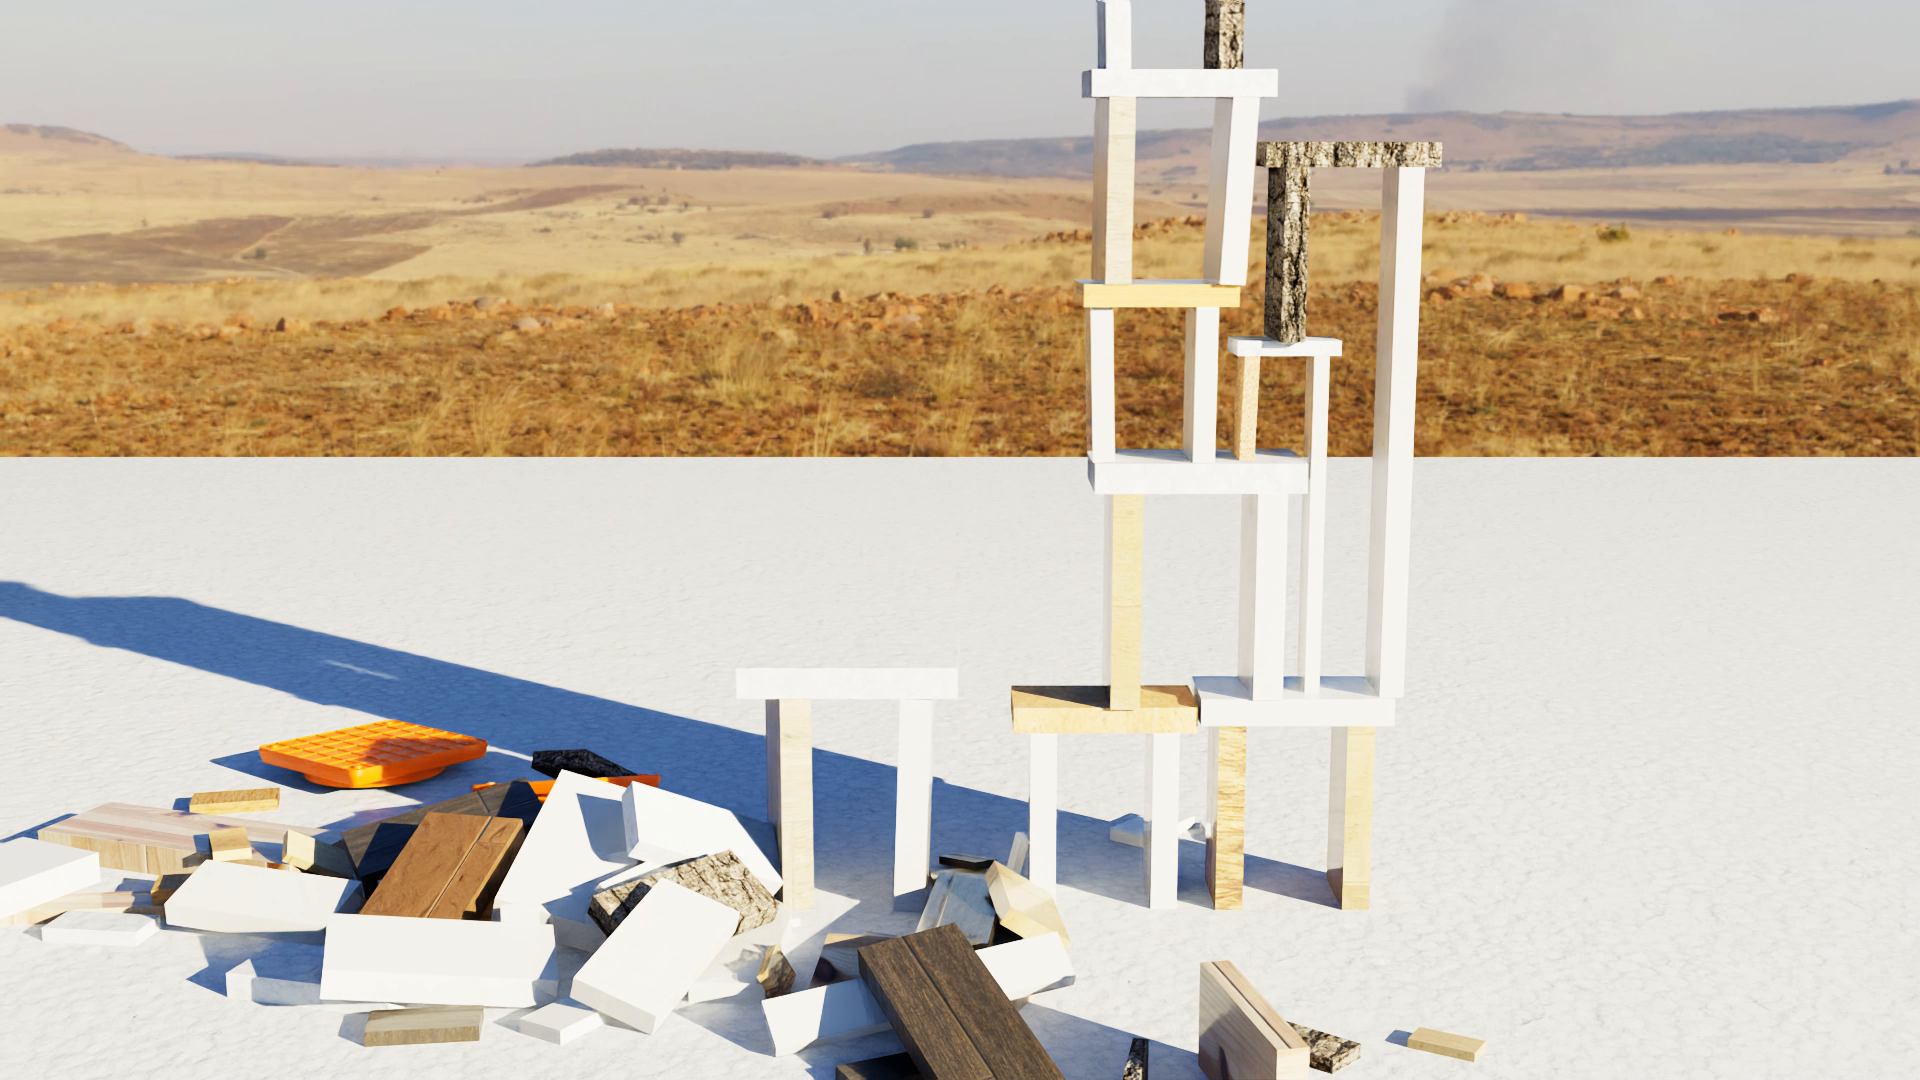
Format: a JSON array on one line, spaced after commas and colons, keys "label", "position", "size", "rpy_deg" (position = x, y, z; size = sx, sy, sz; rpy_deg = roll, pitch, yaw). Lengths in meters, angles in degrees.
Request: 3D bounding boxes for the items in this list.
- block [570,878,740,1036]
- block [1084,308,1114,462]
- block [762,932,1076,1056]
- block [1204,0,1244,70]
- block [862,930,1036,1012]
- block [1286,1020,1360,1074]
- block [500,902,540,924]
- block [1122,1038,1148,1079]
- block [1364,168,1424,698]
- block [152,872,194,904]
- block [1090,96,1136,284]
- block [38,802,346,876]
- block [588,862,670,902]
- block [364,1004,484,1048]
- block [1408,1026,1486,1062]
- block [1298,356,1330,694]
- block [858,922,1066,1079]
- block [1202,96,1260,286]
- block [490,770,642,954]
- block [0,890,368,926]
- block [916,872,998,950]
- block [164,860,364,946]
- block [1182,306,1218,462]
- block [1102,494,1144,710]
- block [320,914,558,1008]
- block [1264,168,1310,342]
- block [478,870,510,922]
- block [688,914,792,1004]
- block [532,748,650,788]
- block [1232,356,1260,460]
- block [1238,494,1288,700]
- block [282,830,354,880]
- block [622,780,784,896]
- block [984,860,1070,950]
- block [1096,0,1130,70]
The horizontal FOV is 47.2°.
[{"label": "block", "position": [-0.442, 0.603, 3.209], "size": [0.133, 0.038, 0.266], "rpy_deg": [22, 31, 12]}, {"label": "block", "position": [0.223, -0.254, 3.508], "size": [0.035, 0.245, 0.122], "rpy_deg": [-2, 11, -1]}, {"label": "block", "position": [-0.056, 0.638, 3.098], "size": [0.439, 0.022, 0.078], "rpy_deg": [-10, 48, -16]}, {"label": "block", "position": [0.411, -0.861, 3.410], "size": [0.037, 0.262, 0.131], "rpy_deg": [0, 11, -4]}, {"label": "block", "position": [-0.038, 0.645, 3.260], "size": [0.295, 0.042, 0.148], "rpy_deg": [5, 11, 23]}, {"label": "block", "position": [0.471, 0.697, 3.037], "size": [0.145, 0.021, 0.072], "rpy_deg": [9, 14, 40]}, {"label": "block", "position": [-0.666, 0.597, 3.337], "size": [0.056, 0.112, 0.016], "rpy_deg": [-2, 37, -10]}, {"label": "block", "position": [0.226, 0.707, 2.841], "size": [0.021, 0.072, 0.145], "rpy_deg": [2, 11, 10]}, {"label": "block", "position": [0.695, -0.173, 3.530], "size": [0.038, 0.841, 0.135], "rpy_deg": [0, 11, 0]}, {"label": "block", "position": [-1.237, 0.568, 3.606], "size": [0.157, 0.022, 0.078], "rpy_deg": [-2, 11, -10]}, {"label": "block", "position": [0.239, -0.548, 3.445], "size": [0.040, 0.285, 0.143], "rpy_deg": [0, 11, -6]}, {"label": "block", "position": [-1.331, 0.533, 3.834], "size": [0.528, 0.051, 0.180], "rpy_deg": [4, 11, 20]}, {"label": "block", "position": [-0.453, 0.566, 3.484], "size": [0.134, 0.038, 0.268], "rpy_deg": [46, 28, 15]}, {"label": "block", "position": [-0.754, 0.684, 3.100], "size": [0.157, 0.022, 0.078], "rpy_deg": [-1, 11, -8]}, {"label": "block", "position": [0.674, 0.699, 3.047], "size": [0.095, 0.014, 0.048], "rpy_deg": [6, 12, 31]}, {"label": "block", "position": [0.571, -0.029, 3.558], "size": [0.023, 0.548, 0.083], "rpy_deg": [0, 11, 0]}, {"label": "block", "position": [0.000, 0.653, 2.943], "size": [0.148, 0.042, 0.412], "rpy_deg": [-11, 25, -18]}, {"label": "block", "position": [0.424, -0.549, 3.453], "size": [0.040, 0.285, 0.143], "rpy_deg": [2, 10, -5]}, {"label": "block", "position": [-0.610, 0.513, 3.539], "size": [0.180, 0.051, 0.359], "rpy_deg": [16, 28, 0]}, {"label": "block", "position": [-1.568, 0.600, 3.552], "size": [1.275, 0.022, 0.078], "rpy_deg": [-1, 11, -7]}, {"label": "block", "position": [0.002, 0.587, 3.446], "size": [0.110, 0.031, 0.450], "rpy_deg": [3, 4, 4]}, {"label": "block", "position": [-1.106, 0.577, 3.501], "size": [0.268, 0.038, 0.134], "rpy_deg": [6, 24, 9]}, {"label": "block", "position": [0.383, -0.253, 3.502], "size": [0.035, 0.245, 0.122], "rpy_deg": [0, 11, -2]}, {"label": "block", "position": [0.263, 0.085, 3.574], "size": [0.047, 0.350, 0.167], "rpy_deg": [0, 11, -1]}, {"label": "block", "position": [-0.759, 0.614, 3.213], "size": [0.329, 0.047, 0.164], "rpy_deg": [6, 18, -15]}, {"label": "block", "position": [0.516, -0.453, 3.475], "size": [0.038, 0.270, 0.135], "rpy_deg": [0, 11, -4]}, {"label": "block", "position": [-0.747, 0.561, 3.498], "size": [0.061, 0.017, 0.121], "rpy_deg": [6, 33, 5]}, {"label": "block", "position": [-0.331, 0.634, 3.346], "size": [0.112, 0.032, 0.293], "rpy_deg": [1, 11, 3]}, {"label": "block", "position": [-0.684, 0.435, 4.081], "size": [0.112, 0.032, 0.224], "rpy_deg": [-5, -22, 23]}, {"label": "block", "position": [0.456, -0.215, 3.512], "size": [0.023, 0.166, 0.083], "rpy_deg": [2, 10, -2]}, {"label": "block", "position": [0.490, 0.077, 3.572], "size": [0.047, 0.335, 0.167], "rpy_deg": [0, 11, -1]}, {"label": "block", "position": [-1.080, 0.534, 3.703], "size": [0.122, 0.017, 0.061], "rpy_deg": [27, 24, -30]}, {"label": "block", "position": [-0.418, 0.487, 3.569], "size": [0.265, 0.038, 0.133], "rpy_deg": [22, 31, -29]}, {"label": "block", "position": [0.105, 0.582, 3.477], "size": [0.110, 0.031, 0.220], "rpy_deg": [32, 6, -10]}, {"label": "block", "position": [0.236, -0.858, 3.391], "size": [0.037, 0.262, 0.131], "rpy_deg": [-2, 11, -2]}]
